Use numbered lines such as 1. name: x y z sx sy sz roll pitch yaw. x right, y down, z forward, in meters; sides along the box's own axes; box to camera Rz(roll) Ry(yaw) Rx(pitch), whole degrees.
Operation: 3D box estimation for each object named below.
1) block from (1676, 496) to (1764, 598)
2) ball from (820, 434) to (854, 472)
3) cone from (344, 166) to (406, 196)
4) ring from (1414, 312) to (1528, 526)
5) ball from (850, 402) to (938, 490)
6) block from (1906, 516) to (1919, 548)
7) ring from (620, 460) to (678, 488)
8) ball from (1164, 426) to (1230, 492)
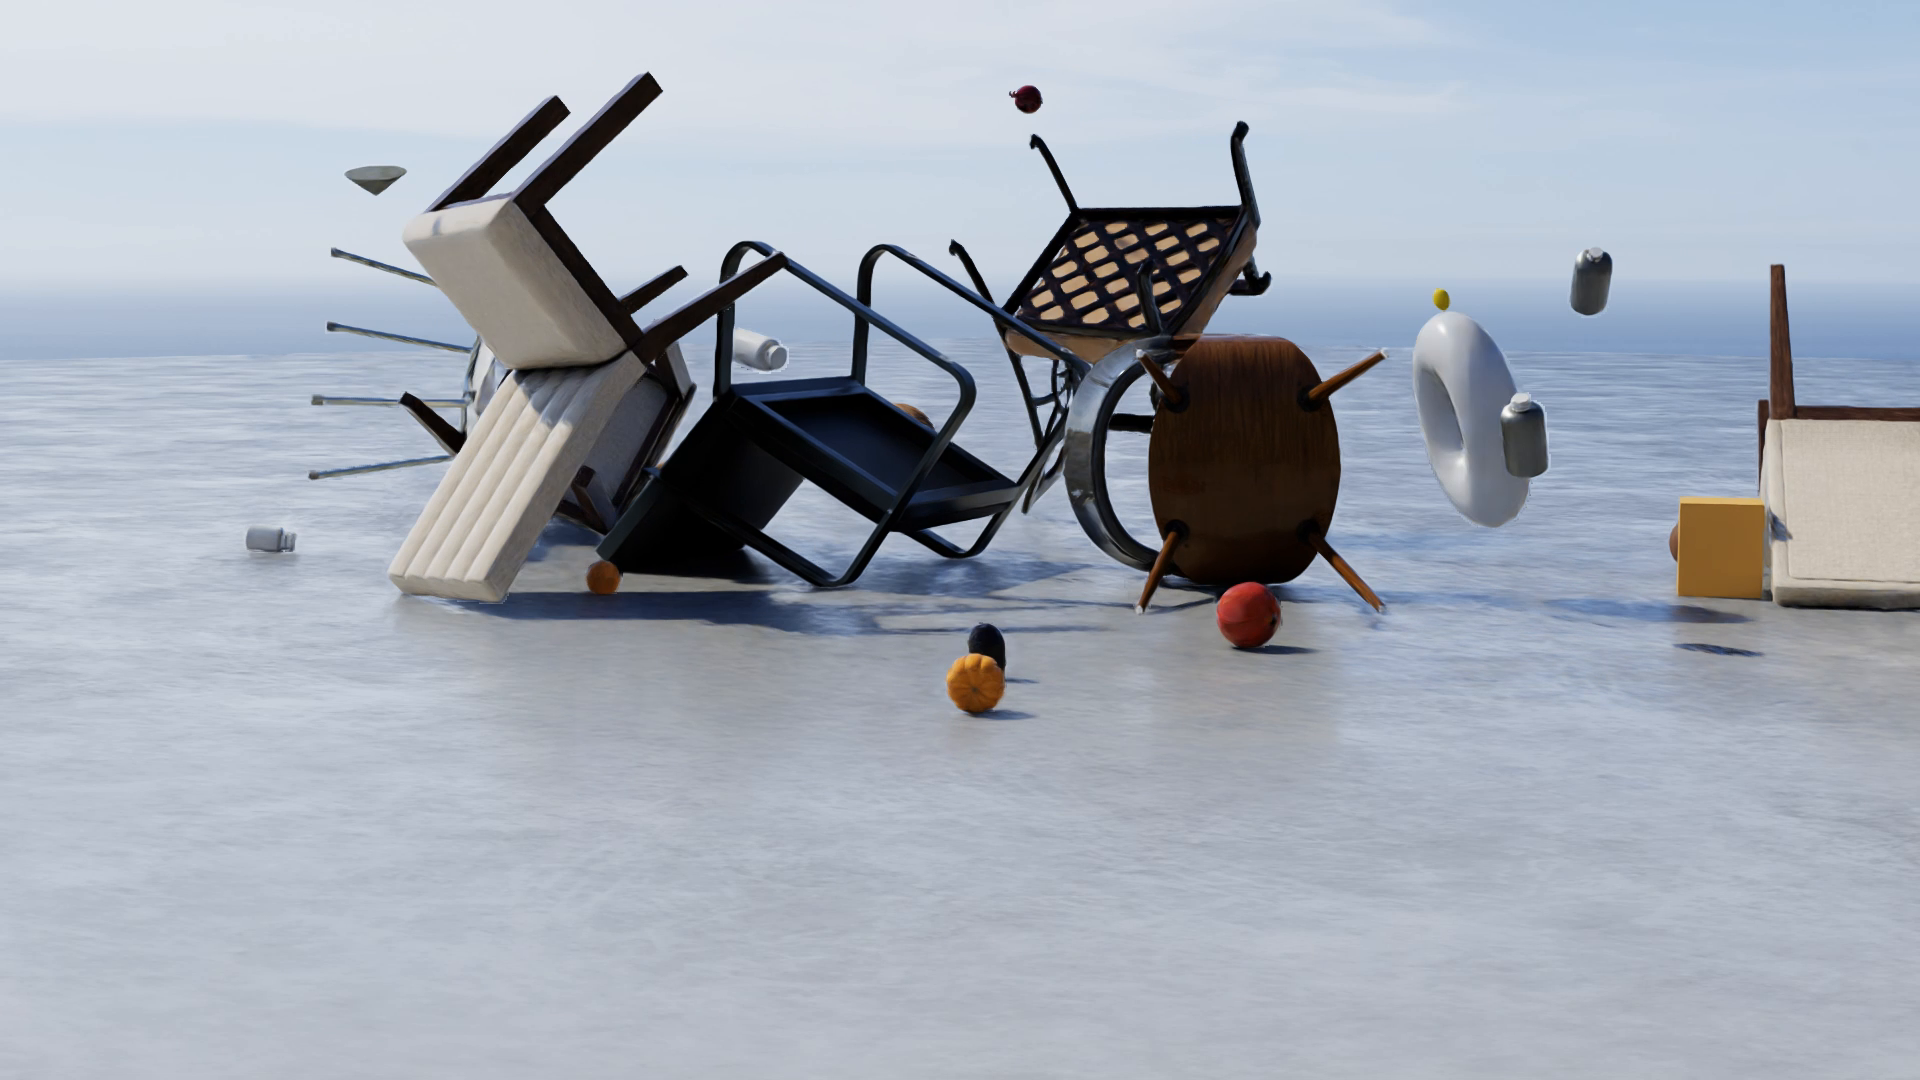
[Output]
1. block: 1.580 0.014 5.335 0.165 0.192 0.157 2 6 15
2. ball: -0.407 -0.296 8.659 0.129 0.129 0.129 0 6 0
3. cone: -1.185 -0.721 5.205 0.127 0.052 0.070 -9 35 -24
4. ring: 1.033 -0.244 5.188 0.129 0.448 0.312 -15 1 -10
5. ball: -0.156 -0.223 6.123 0.209 0.209 0.209 0 6 0
6. block: 2.329 -0.021 6.207 0.067 0.071 0.037 -5 10 21
7. ring: -0.978 -0.209 8.067 0.186 0.076 0.161 0 6 7
8. ball: 0.726 -0.248 7.857 0.197 0.197 0.197 0 6 0
